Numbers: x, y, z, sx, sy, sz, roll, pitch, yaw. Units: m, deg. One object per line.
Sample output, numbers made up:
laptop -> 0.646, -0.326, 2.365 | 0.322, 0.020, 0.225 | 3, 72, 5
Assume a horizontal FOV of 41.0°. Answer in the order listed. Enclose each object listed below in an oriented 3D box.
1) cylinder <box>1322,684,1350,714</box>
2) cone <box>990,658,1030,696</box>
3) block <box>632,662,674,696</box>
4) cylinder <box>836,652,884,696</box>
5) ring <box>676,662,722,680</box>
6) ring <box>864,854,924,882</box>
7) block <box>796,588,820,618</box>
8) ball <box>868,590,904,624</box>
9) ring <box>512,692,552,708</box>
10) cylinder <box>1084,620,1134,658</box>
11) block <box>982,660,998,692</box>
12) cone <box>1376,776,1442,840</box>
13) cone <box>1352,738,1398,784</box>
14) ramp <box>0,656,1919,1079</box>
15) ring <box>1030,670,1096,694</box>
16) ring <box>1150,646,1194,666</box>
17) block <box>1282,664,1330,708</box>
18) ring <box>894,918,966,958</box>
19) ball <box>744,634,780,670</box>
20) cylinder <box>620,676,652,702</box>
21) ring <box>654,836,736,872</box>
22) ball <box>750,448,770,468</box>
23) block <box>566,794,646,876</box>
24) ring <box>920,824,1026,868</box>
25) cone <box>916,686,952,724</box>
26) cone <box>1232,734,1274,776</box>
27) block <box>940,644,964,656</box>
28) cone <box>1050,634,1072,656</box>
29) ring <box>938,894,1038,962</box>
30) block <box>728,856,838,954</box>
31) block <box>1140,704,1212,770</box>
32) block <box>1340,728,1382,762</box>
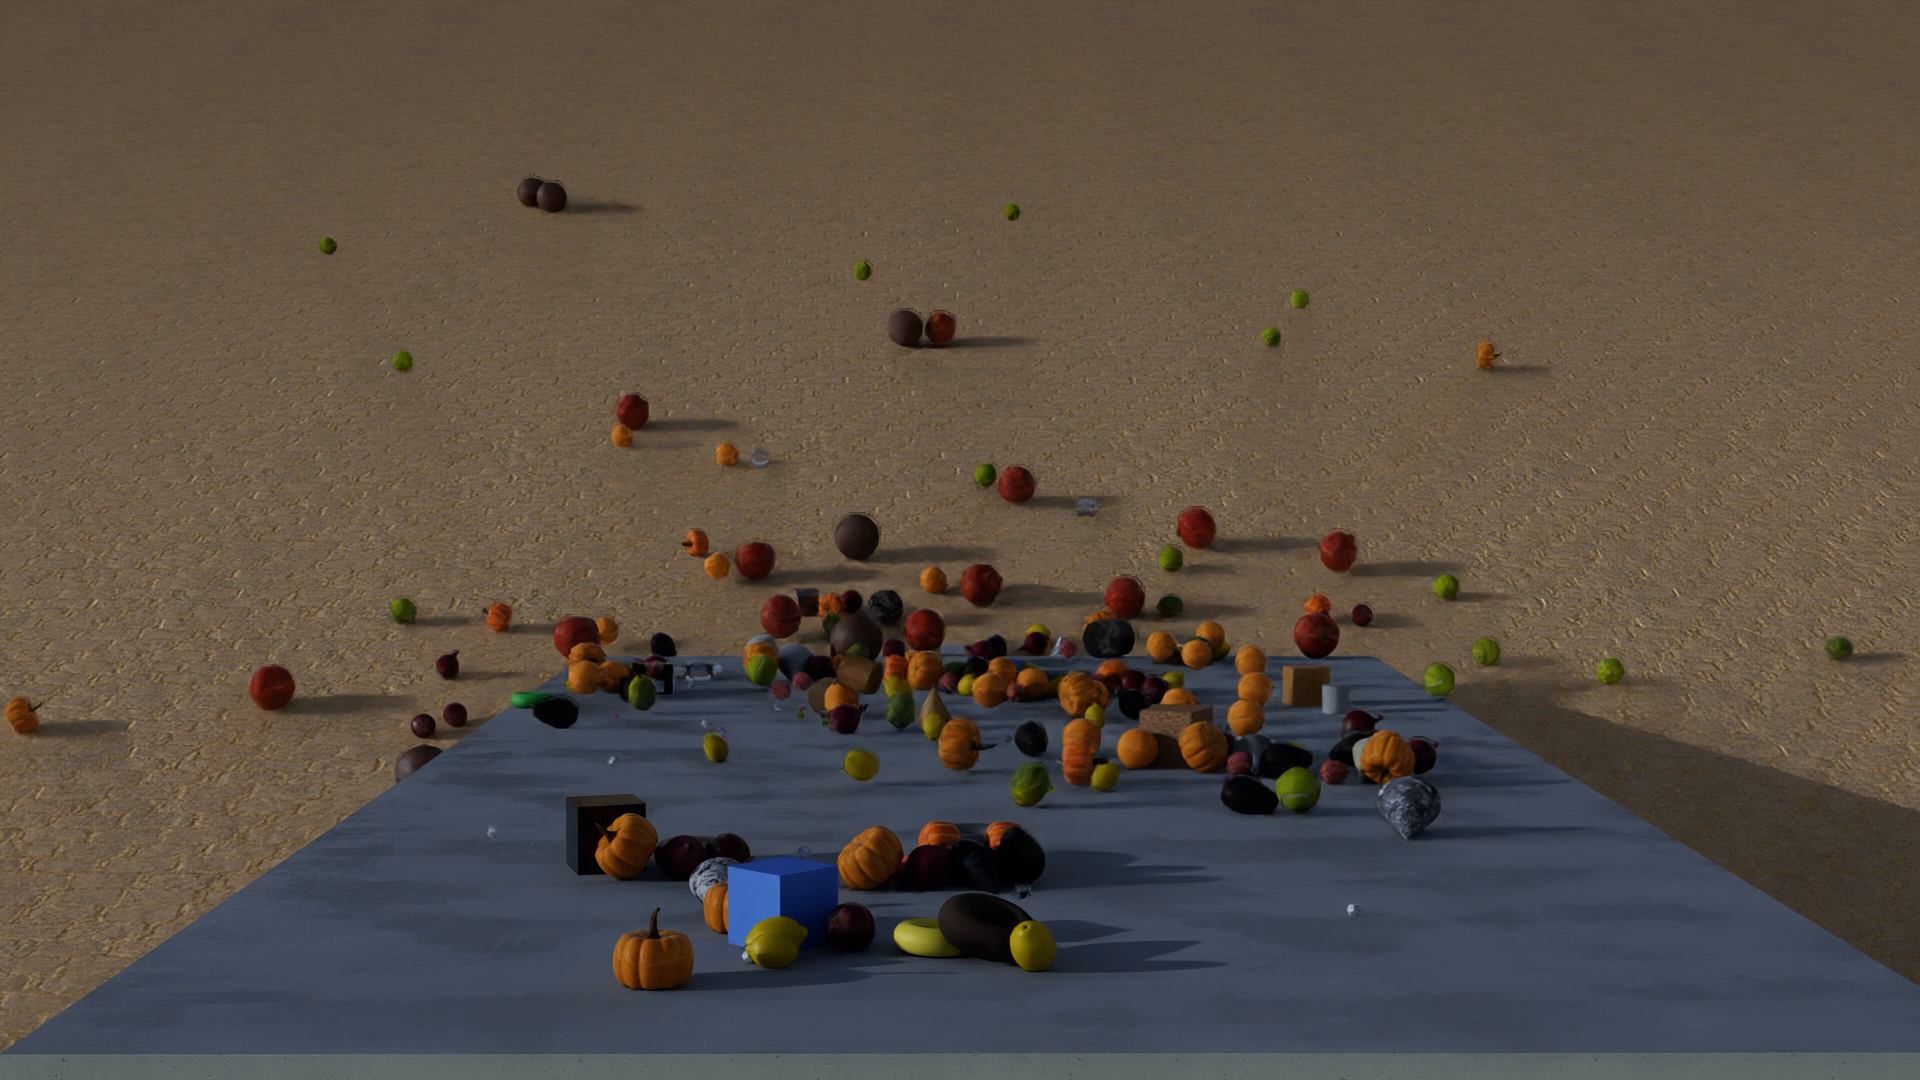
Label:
cylinder -> 0.778, 0.329, 5.325 | 0.057, 0.057, 0.057 | 0, 3, 0
cone -> 0.101, 0.320, 5.649 | 0.090, 0.090, 0.090 | 4, 30, 10
block -> -0.680, 0.306, 5.690 | 0.067, 0.067, 0.067 | -2, 4, -37
cylinder -> -0.202, 0.271, 5.206 | 0.070, 0.070, 0.070 | 17, 26, 22
ring -> -0.608, 0.305, 5.987 | 0.113, 0.038, 0.113 | -1, 4, 0
ring -> -0.089, 0.443, 3.464 | 0.083, 0.028, 0.083 | -1, 4, 0
block -> -0.416, 0.171, 7.020 | 0.059, 0.059, 0.059 | -4, 22, -9
ball -> -0.200, 0.181, 6.946 | 0.095, 0.095, 0.095 | 0, 21, 0
ring -> -0.906, 0.338, 5.445 | 0.087, 0.029, 0.087 | 0, 2, 0
cylinder -> 0.376, 0.249, 6.500 | 0.092, 0.092, 0.092 | -3, 17, -44
block -> 0.086, 0.304, 5.744 | 0.064, 0.064, 0.064 | 0, 3, -5
cone -> 0.661, 0.417, 3.799 | 0.097, 0.097, 0.097 | 4, 30, 10
cone -> 0.691, 0.391, 4.349 | 0.082, 0.082, 0.082 | 9, 33, 23
ramp -> 0.050, 0.450, 4.532 | 2.000, 0.100, 4.000 | 0, 3, 0
ring -> 0.228, 0.314, 5.684 | 0.149, 0.050, 0.149 | -2, 0, 0
ring -> 0.522, 0.286, 6.331 | 0.113, 0.038, 0.113 | -2, 4, 0
block -> 0.736, 0.310, 5.465 | 0.080, 0.080, 0.080 | 0, 3, -9
ring -> -0.030, 0.465, 3.004 | 0.098, 0.033, 0.098 | 4, 2, 0
ball -> -0.474, 0.270, 6.167 | 0.087, 0.087, 0.087 | 0, 21, 0
cylinder -> -0.701, 0.320, 5.549 | 0.053, 0.053, 0.053 | -2, 20, -27
ring -> -0.366, 0.433, 3.554 | 0.114, 0.038, 0.114 | 0, 2, 0
ball -> -0.631, -0.260, 8.119 | 0.060, 0.060, 0.060 | 0, 21, 0
block -> -0.489, 0.406, 3.547 | 0.093, 0.093, 0.093 | -1, 3, -18
ring -> 0.017, 0.426, 3.579 | 0.147, 0.049, 0.147 | 1, 2, 0
cone -> -0.053, 0.328, 5.186 | 0.075, 0.075, 0.075 | 0, 3, 0
cone -> 0.514, 0.387, 4.451 | 0.074, 0.074, 0.074 | -1, 30, -3
block -> -0.020, 0.310, 6.664 | 0.059, 0.059, 0.059 | 0, 21, 0
cone -> 0.264, 0.281, 6.720 | 0.074, 0.074, 0.074 | 0, 21, 0
ring -> 0.033, 0.447, 2.963 | 0.120, 0.040, 0.120 | 15, 17, -5
block -> -0.210, 0.432, 3.049 | 0.092, 0.092, 0.092 | 3, 4, 44
block -> 0.384, 0.348, 4.567 | 0.099, 0.099, 0.099 | 2, 3, 28
block -> 0.719, 0.369, 4.612 | 0.053, 0.053, 0.053 | -2, 4, -32
